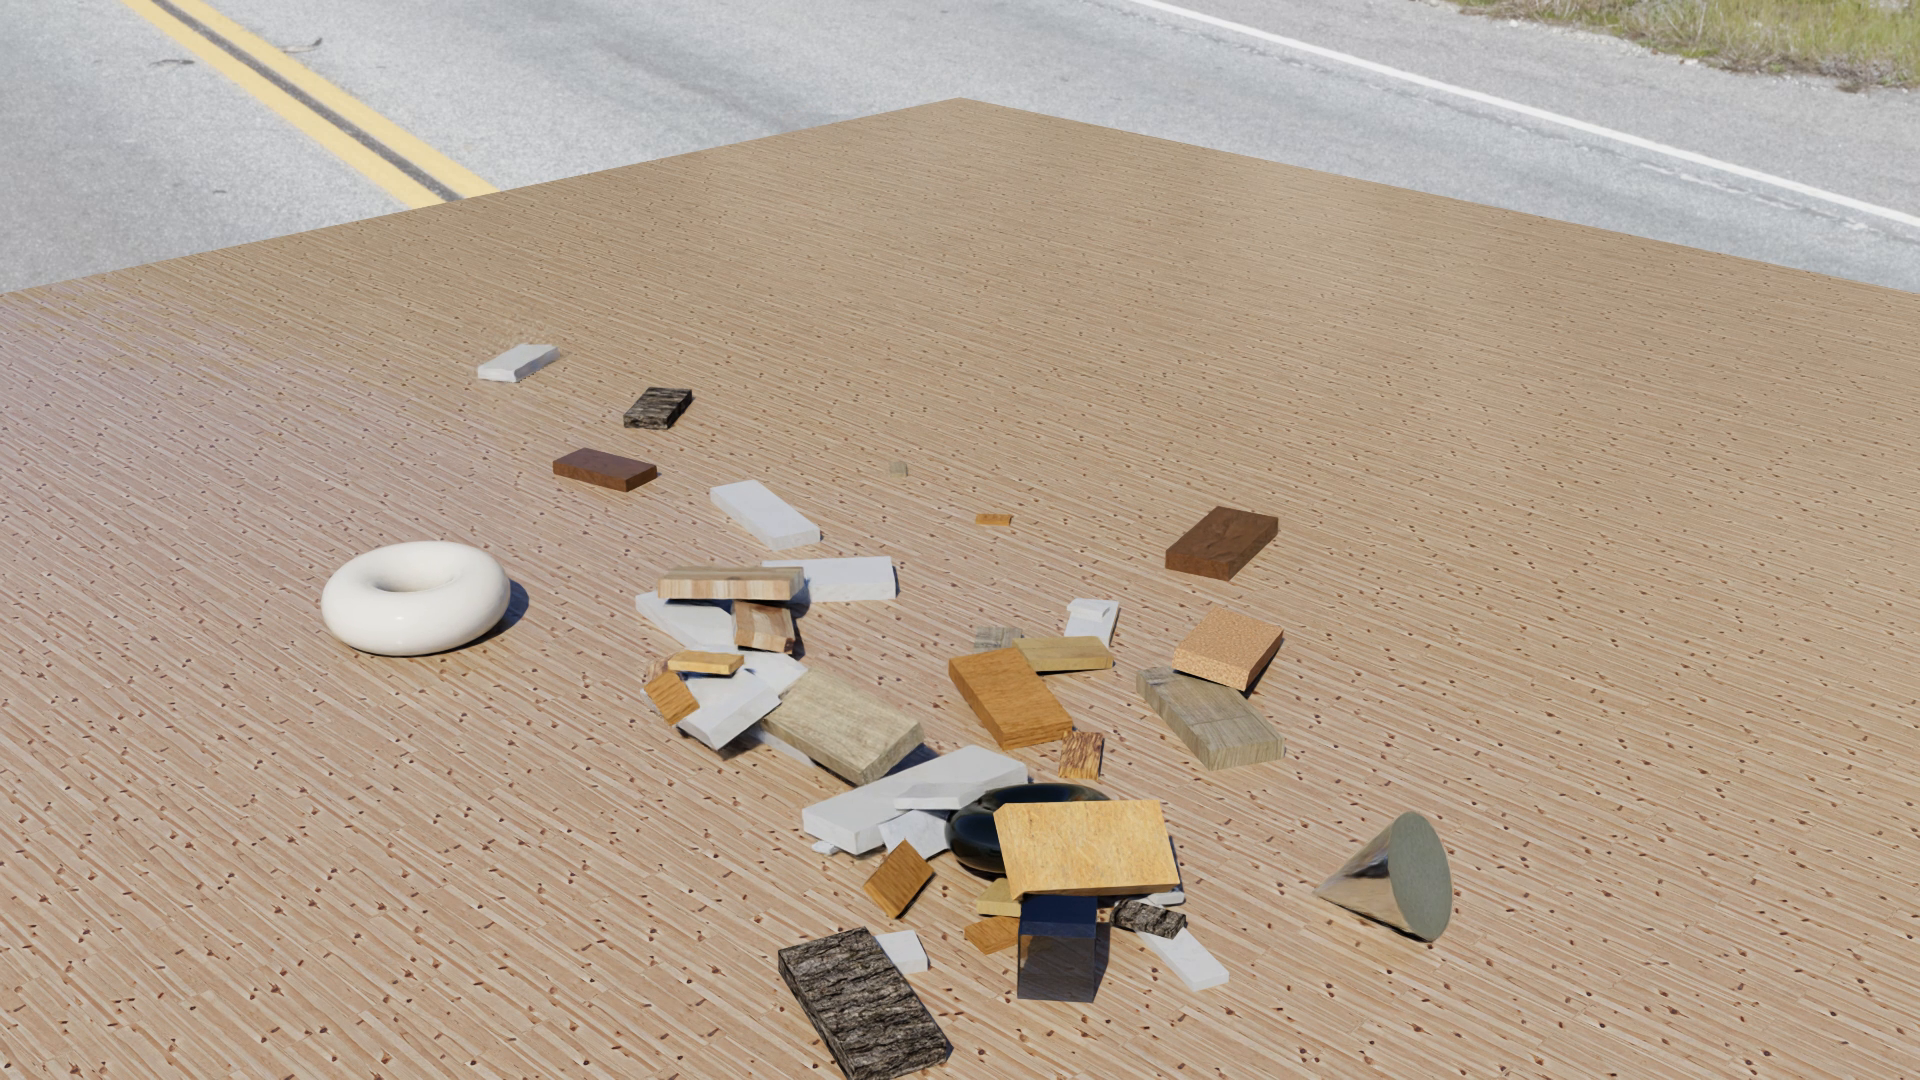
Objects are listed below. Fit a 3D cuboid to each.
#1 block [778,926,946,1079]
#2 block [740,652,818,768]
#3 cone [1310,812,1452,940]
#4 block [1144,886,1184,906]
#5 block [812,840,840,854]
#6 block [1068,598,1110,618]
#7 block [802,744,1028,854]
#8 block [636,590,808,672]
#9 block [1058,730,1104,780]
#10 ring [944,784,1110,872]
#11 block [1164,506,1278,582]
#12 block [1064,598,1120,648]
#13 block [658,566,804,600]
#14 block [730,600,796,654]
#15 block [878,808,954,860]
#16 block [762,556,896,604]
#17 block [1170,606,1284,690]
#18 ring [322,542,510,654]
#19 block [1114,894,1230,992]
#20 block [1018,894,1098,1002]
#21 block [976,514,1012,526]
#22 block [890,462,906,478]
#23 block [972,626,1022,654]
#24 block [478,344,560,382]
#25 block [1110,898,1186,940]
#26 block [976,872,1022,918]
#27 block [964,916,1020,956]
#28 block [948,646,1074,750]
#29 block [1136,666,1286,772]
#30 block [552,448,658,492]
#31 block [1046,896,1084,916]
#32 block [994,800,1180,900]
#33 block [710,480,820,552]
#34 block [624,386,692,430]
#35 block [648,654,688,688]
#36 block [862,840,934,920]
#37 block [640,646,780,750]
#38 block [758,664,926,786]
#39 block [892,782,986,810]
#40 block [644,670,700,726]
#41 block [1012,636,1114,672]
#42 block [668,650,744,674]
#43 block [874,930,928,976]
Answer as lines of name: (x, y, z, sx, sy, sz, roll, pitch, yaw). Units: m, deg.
block: (-0.172, 0.798, 3.777, 0.167, 0.047, 0.335, -12, 31, -23)
block: (-0.380, 0.364, 4.769, 0.346, 0.049, 0.173, 21, 51, 41)
cone: (0.756, 0.644, 4.108, 0.235, 0.235, 0.235, -17, 10, 37)
block: (0.363, 0.650, 4.161, 0.063, 0.018, 0.126, 1, 20, -32)
block: (-0.244, 0.593, 4.334, 0.045, 0.013, 0.091, 5, 20, 38)
block: (0.308, 0.164, 5.281, 0.092, 0.013, 0.046, 11, 25, 25)
block: (-0.087, 0.519, 4.435, 0.450, 0.047, 0.167, -17, 21, -38)
block: (-0.543, 0.244, 5.136, 0.135, 0.038, 0.664, -15, 27, -32)
block: (0.257, 0.455, 4.658, 0.083, 0.023, 0.166, 3, 23, 6)
ring: (0.140, 0.553, 4.237, 0.343, 0.114, 0.343, -5, 7, 1)
block: (0.679, 0.007, 5.682, 0.172, 0.049, 0.345, 12, 26, 26)
block: (0.315, 0.199, 5.253, 0.106, 0.030, 0.211, 4, 23, 10)
block: (-0.551, 0.103, 5.303, 0.322, 0.046, 0.161, 1, 11, 8)
block: (-0.465, 0.197, 5.165, 0.135, 0.038, 0.269, 11, 14, -11)
block: (-0.064, 0.567, 4.303, 0.192, 0.096, 0.027, -21, -2, -40)
block: (-0.328, 0.099, 5.468, 0.322, 0.046, 0.161, -2, 23, -5)
block: (0.615, 0.245, 5.029, 0.172, 0.049, 0.345, 18, 20, 17)
ring: (-1.299, 0.136, 5.257, 0.443, 0.148, 0.443, 0, 24, 0)
block: (0.384, 0.731, 4.011, 0.073, 0.021, 0.290, -10, 25, -23)
block: (0.173, 0.721, 3.891, 0.133, 0.133, 0.133, 2, 23, 5)
block: (0.089, -0.055, 5.873, 0.092, 0.013, 0.046, 3, 23, 7)
block: (-0.175, -0.199, 6.212, 0.046, 0.013, 0.092, -1, 23, -3)
block: (0.085, 0.261, 5.107, 0.106, 0.030, 0.212, 2, 23, 5)
block: (-1.413, -0.569, 7.046, 0.135, 0.038, 0.269, 6, 23, 20)
block: (0.345, 0.696, 4.044, 0.126, 0.018, 0.063, 11, 25, 25)
block: (0.116, 0.652, 4.146, 0.096, 0.027, 0.192, 0, 18, 29)
block: (0.089, 0.716, 4.046, 0.146, 0.021, 0.073, -14, 27, -29)
block: (0.109, 0.347, 4.845, 0.161, 0.046, 0.322, -9, 30, -20)
block: (0.542, 0.379, 4.805, 0.172, 0.049, 0.397, -7, 24, -17)
block: (-0.998, -0.198, 6.178, 0.267, 0.038, 0.134, 14, 27, 30)
block: (0.205, 0.667, 4.166, 0.063, 0.018, 0.126, 4, 23, 10)
block: (0.235, 0.569, 4.055, 0.335, 0.047, 0.167, 2, 61, -29)
block: (-0.524, -0.069, 5.874, 0.134, 0.038, 0.406, -12, 26, -27)
block: (-0.913, -0.399, 6.653, 0.134, 0.038, 0.267, 4, 23, 9)
block: (-0.644, 0.304, 4.833, 0.074, 0.021, 0.148, -27, 26, -2)
block: (-0.116, 0.641, 4.158, 0.083, 0.023, 0.166, 46, 32, 0)
block: (-0.543, 0.339, 4.758, 0.173, 0.049, 0.346, -36, 28, -20)
block: (-0.252, 0.388, 4.600, 0.173, 0.049, 0.346, -39, 41, -26)
block: (-0.041, 0.499, 4.290, 0.166, 0.023, 0.083, -6, 11, 39)
block: (-0.620, 0.336, 4.721, 0.074, 0.021, 0.148, -33, 37, -11)
block: (0.236, 0.261, 5.066, 0.211, 0.030, 0.106, -1, 25, -21)
block: (-0.550, 0.265, 4.771, 0.148, 0.021, 0.074, 3, 16, 22)
block: (-0.164, 0.752, 3.954, 0.192, 0.027, 0.096, -6, 24, -15)
